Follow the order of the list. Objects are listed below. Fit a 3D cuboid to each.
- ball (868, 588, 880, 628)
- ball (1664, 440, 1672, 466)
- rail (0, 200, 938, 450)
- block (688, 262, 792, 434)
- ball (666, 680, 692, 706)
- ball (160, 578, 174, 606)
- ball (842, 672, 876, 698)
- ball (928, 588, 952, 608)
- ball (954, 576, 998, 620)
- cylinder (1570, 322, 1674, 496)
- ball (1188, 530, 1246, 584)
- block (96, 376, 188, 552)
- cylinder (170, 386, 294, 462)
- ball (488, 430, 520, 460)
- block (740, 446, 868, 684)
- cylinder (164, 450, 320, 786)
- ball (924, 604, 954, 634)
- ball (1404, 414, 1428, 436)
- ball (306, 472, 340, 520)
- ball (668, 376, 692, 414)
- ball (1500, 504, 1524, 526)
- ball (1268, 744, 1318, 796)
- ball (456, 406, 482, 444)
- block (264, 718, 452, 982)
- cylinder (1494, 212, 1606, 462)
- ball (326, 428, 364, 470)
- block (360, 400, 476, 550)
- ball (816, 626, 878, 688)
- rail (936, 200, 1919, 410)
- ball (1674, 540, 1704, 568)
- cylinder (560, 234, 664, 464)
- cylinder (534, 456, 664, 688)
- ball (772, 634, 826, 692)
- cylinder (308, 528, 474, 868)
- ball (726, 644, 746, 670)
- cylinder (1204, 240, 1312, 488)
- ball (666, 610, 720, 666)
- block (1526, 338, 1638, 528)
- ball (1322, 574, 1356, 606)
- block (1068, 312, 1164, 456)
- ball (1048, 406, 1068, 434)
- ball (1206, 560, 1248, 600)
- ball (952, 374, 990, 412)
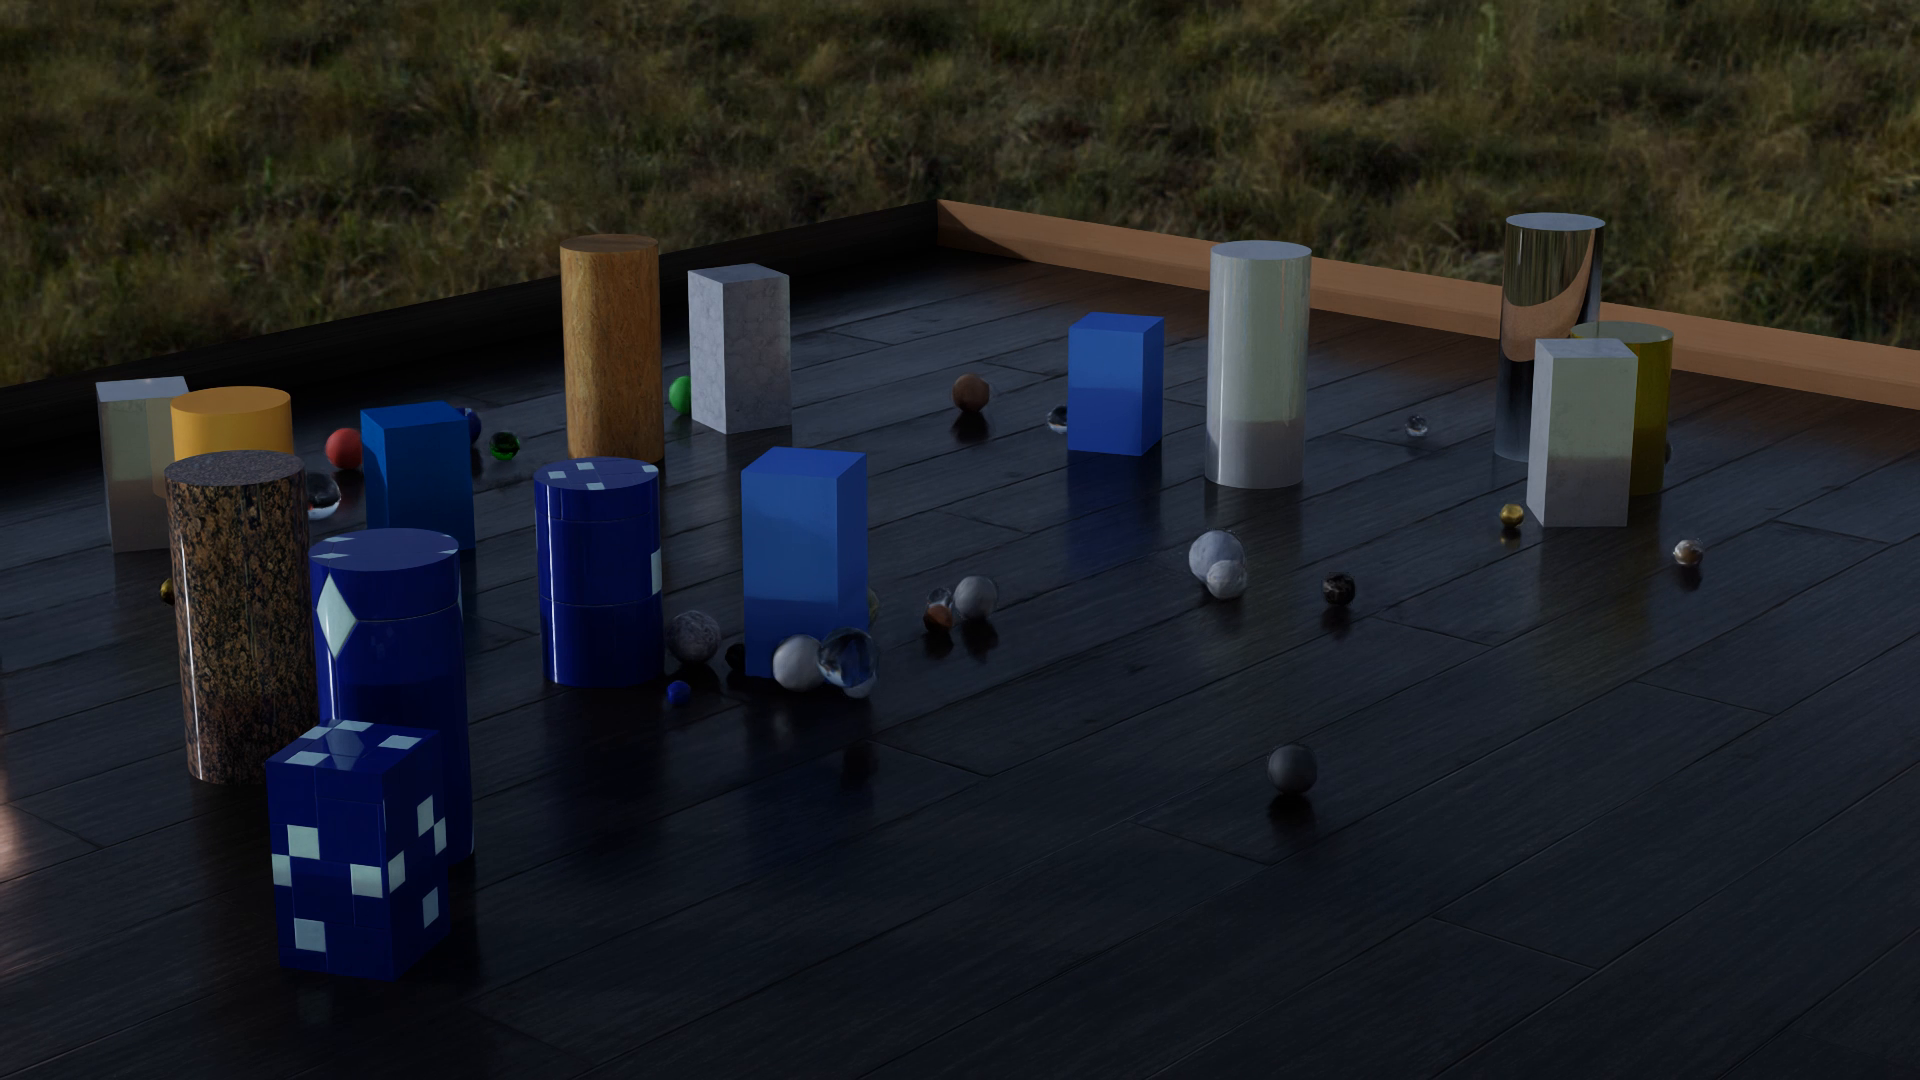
[{"bbox_3d":[-0.178,0.114,4.930,0.084,0.084,0.084,0,17,0],"label":"ball"},{"bbox_3d":[1.405,-0.178,5.927,0.068,0.068,0.068,0,17,0],"label":"ball"},{"bbox_3d":[-1.597,-0.368,6.447,0.045,0.129,4.727,14,22,39],"label":"rail"},{"bbox_3d":[-0.469,-0.410,6.251,0.158,0.324,0.158,-10,20,-31],"label":"block"},{"bbox_3d":[-0.440,0.240,4.588,0.040,0.040,0.040,0,17,0],"label":"ball"},{"bbox_3d":[-1.358,0.089,5.072,0.049,0.049,0.049,0,17,0],"label":"ball"},{"bbox_3d":[-0.160,0.222,4.619,0.057,0.057,0.057,0,17,0],"label":"ball"},{"bbox_3d":[-0.034,0.104,5.034,0.043,0.043,0.043,0,17,0],"label":"ball"},{"bbox_3d":[0.027,0.098,4.998,0.075,0.075,0.075,0,17,0],"label":"ball"},{"bbox_3d":[1.298,-0.261,5.790,0.198,0.306,0.198,0,17,0],"label":"cylinder"},{"bbox_3d":[0.453,0.032,5.175,0.099,0.099,0.099,0,17,0],"label":"ball"},{"bbox_3d":[-1.503,-0.142,5.431,0.158,0.284,0.158,-6,18,-18],"label":"block"},{"bbox_3d":[-1.235,-0.061,5.020,0.198,0.367,0.198,0,17,0],"label":"cylinder"},{"bbox_3d":[-0.931,-0.192,5.986,0.061,0.061,0.061,0,17,0],"label":"ball"},{"bbox_3d":[-0.248,0.039,4.731,0.158,0.342,0.158,5,17,15],"label":"block"},{"bbox_3d":[-1.047,0.112,4.297,0.198,0.453,0.198,0,17,0],"label":"cylinder"},{"bbox_3d":[-0.035,0.133,4.922,0.051,0.051,0.051,0,17,0],"label":"ball"},{"bbox_3d":[0.960,-0.241,6.169,0.048,0.048,0.048,0,17,0],"label":"ball"},{"bbox_3d":[-1.225,-0.084,5.573,0.092,0.092,0.092,0,17,0],"label":"ball"},{"bbox_3d":[-0.589,-0.315,6.351,0.085,0.085,0.085,0,17,0],"label":"ball"},{"bbox_3d":[1.041,-0.047,5.532,0.045,0.045,0.045,0,17,0],"label":"ball"},{"bbox_3d":[0.480,0.331,4.227,0.073,0.073,0.073,0,17,0],"label":"ball"},{"bbox_3d":[-1.036,-0.235,6.091,0.083,0.083,0.083,0,17,0],"label":"ball"},{"bbox_3d":[-0.755,0.388,3.689,0.158,0.275,0.158,5,17,16],"label":"block"},{"bbox_3d":[1.203,-0.413,5.991,0.198,0.481,0.198,0,17,0],"label":"cylinder"},{"bbox_3d":[-1.238,-0.184,5.918,0.084,0.084,0.084,0,17,0],"label":"ball"},{"bbox_3d":[-0.999,-0.113,5.403,0.158,0.245,0.158,-8,19,-25],"label":"block"},{"bbox_3d":[-0.174,0.182,4.546,0.095,0.095,0.095,0,17,0],"label":"ball"},{"bbox_3d":[1.534,-0.477,6.811,4.277,0.129,0.045,14,22,39],"label":"rail"},{"bbox_3d":[1.313,0.024,5.284,0.052,0.052,0.052,0,17,0],"label":"ball"},{"bbox_3d":[-0.707,-0.386,5.966,0.198,0.443,0.198,0,17,0],"label":"cylinder"},{"bbox_3d":[-0.579,0.051,4.714,0.198,0.329,0.198,0,17,0],"label":"cylinder"},{"bbox_3d":[-0.252,0.195,4.643,0.093,0.093,0.093,0,17,0],"label":"ball"},{"bbox_3d":[-0.769,0.219,3.974,0.198,0.433,0.198,0,17,0],"label":"cylinder"},{"bbox_3d":[-0.359,0.189,4.754,0.043,0.043,0.043,0,17,0],"label":"ball"},{"bbox_3d":[0.590,-0.349,5.816,0.198,0.459,0.198,0,17,0],"label":"cylinder"},{"bbox_3d":[-0.434,0.159,4.771,0.089,0.089,0.089,0,17,0],"label":"ball"},{"bbox_3d":[1.179,-0.204,5.563,0.158,0.328,0.158,0,17,-1],"label":"block"},{"bbox_3d":[0.656,0.086,5.068,0.057,0.057,0.057,0,17,0],"label":"ball"},{"bbox_3d":[0.324,-0.325,6.084,0.158,0.259,0.158,6,18,19],"label":"block"},{"bbox_3d":[0.213,-0.254,6.197,0.058,0.058,0.058,0,17,0],"label":"ball"},{"bbox_3d":[0.464,0.069,5.099,0.072,0.072,0.072,0,17,0],"label":"ball"},{"bbox_3d":[0.023,-0.319,6.366,0.084,0.084,0.084,0,17,0],"label":"ball"}]
